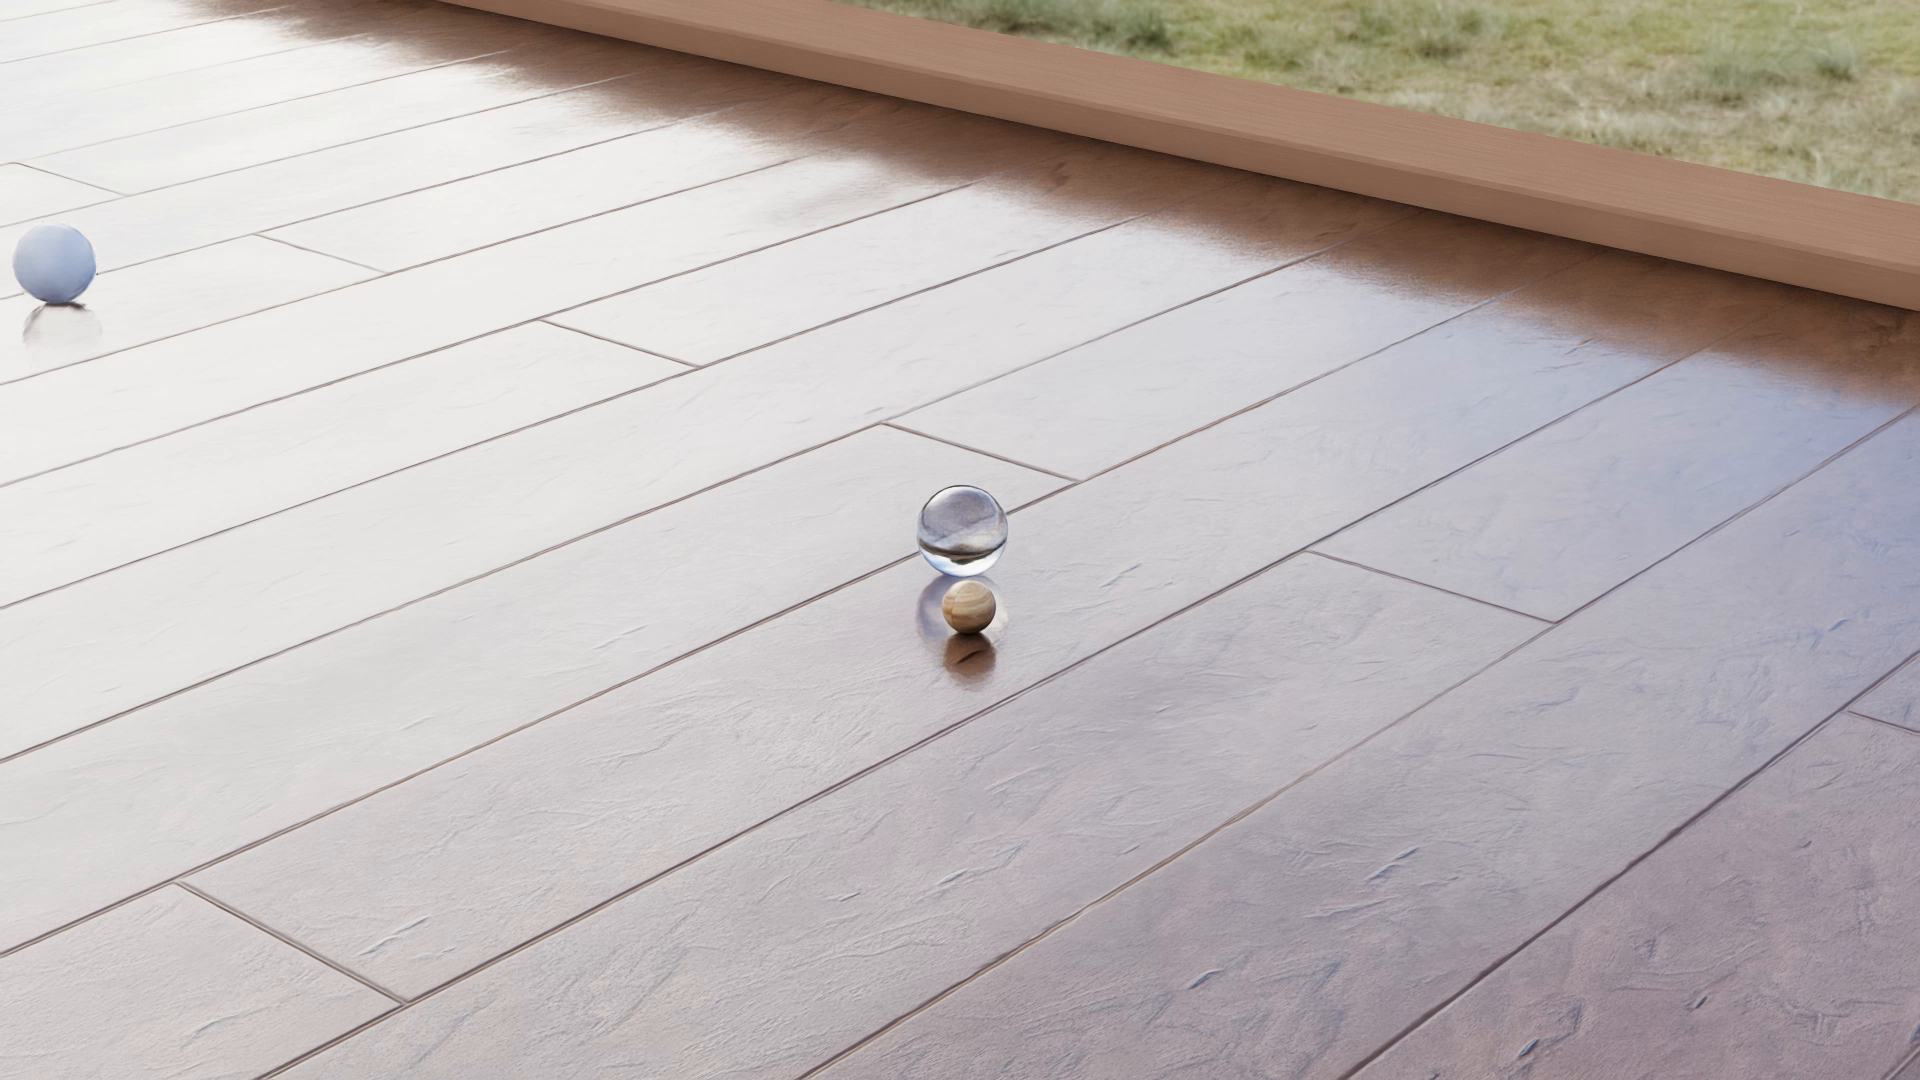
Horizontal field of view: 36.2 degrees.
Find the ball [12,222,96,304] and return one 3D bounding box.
[{"bbox_3d":[-0.990,-0.303,3.215,0.088,0.088,0.088,0,22,0],"label":"ball"}]

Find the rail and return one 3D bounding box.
[{"bbox_3d":[-0.043,-0.646,4.017,4.408,0.114,0.045,18,28,37],"label":"rail"}]

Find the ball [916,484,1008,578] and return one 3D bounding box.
[{"bbox_3d":[0.002,-0.008,2.506,0.079,0.079,0.079,0,22,0],"label":"ball"}]

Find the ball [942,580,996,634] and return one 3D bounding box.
[{"bbox_3d":[0.007,0.054,2.401,0.045,0.045,0.045,0,22,0],"label":"ball"}]
